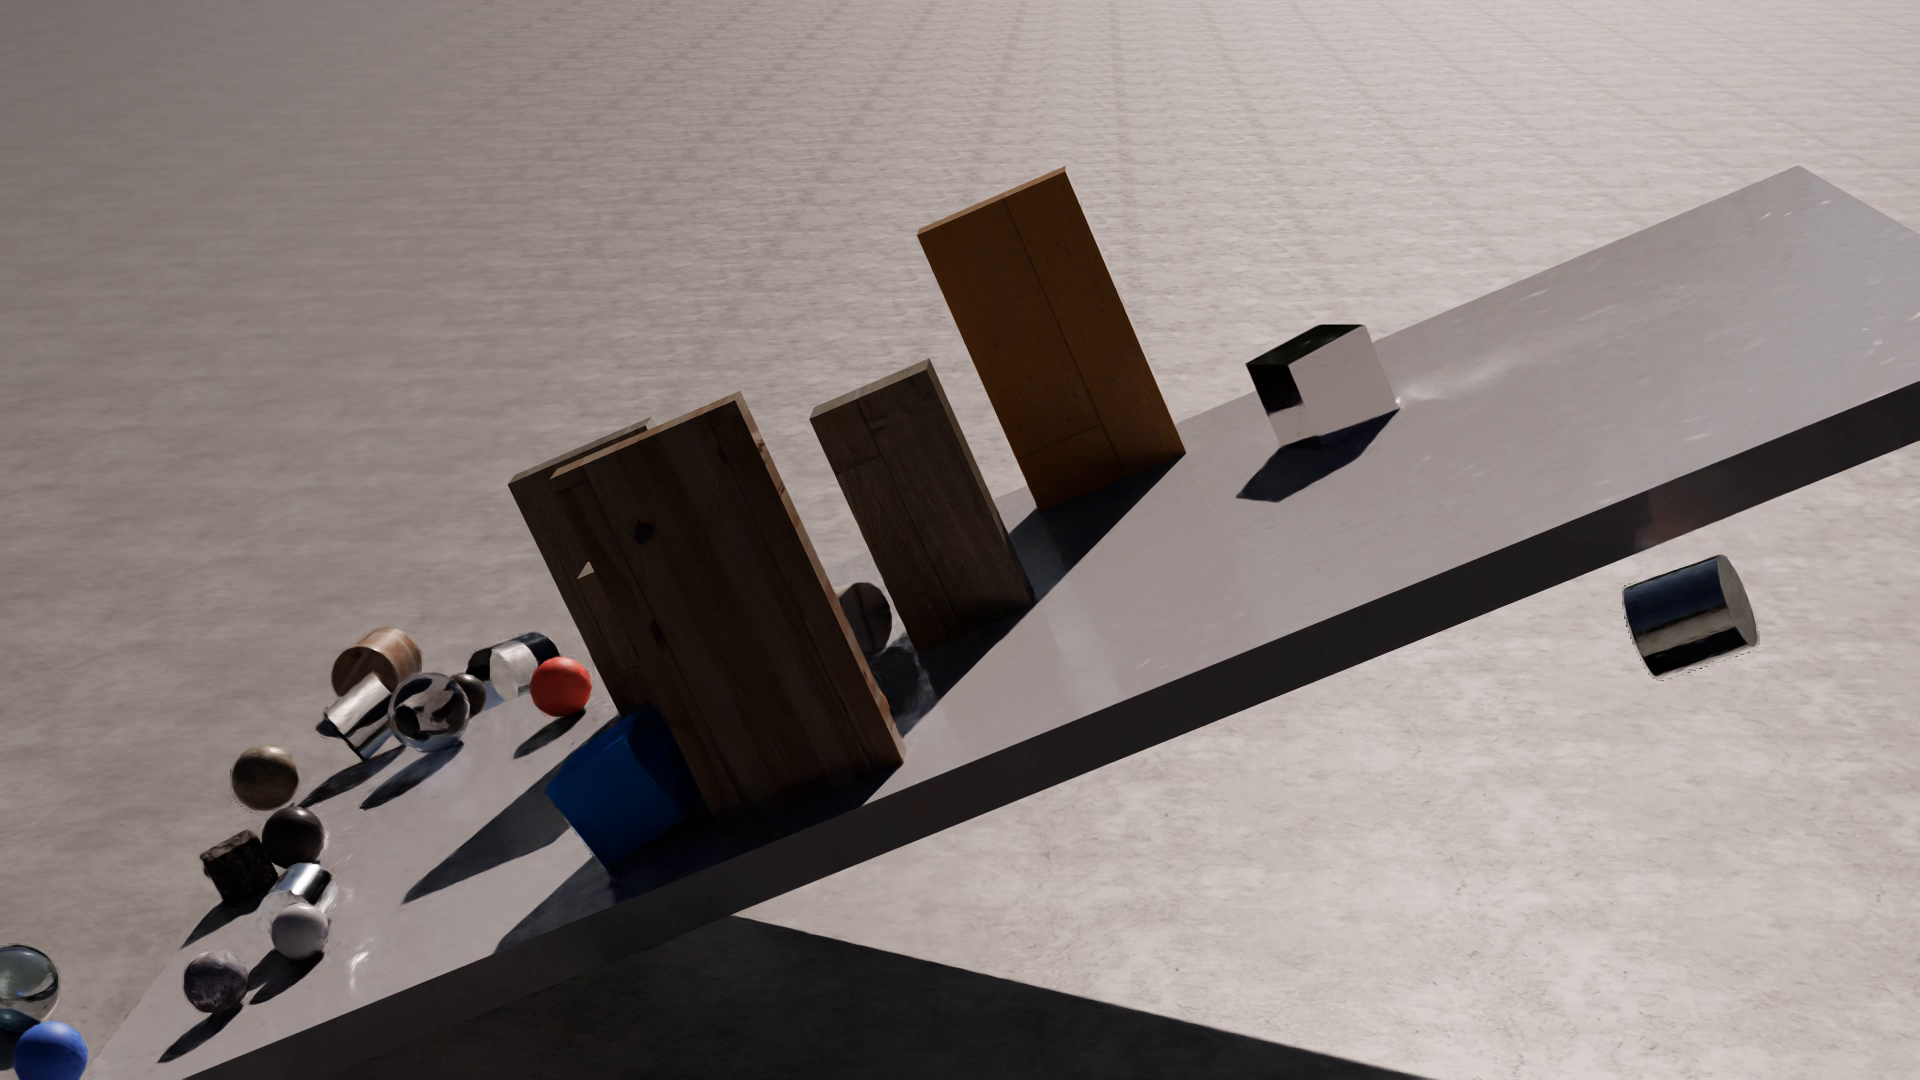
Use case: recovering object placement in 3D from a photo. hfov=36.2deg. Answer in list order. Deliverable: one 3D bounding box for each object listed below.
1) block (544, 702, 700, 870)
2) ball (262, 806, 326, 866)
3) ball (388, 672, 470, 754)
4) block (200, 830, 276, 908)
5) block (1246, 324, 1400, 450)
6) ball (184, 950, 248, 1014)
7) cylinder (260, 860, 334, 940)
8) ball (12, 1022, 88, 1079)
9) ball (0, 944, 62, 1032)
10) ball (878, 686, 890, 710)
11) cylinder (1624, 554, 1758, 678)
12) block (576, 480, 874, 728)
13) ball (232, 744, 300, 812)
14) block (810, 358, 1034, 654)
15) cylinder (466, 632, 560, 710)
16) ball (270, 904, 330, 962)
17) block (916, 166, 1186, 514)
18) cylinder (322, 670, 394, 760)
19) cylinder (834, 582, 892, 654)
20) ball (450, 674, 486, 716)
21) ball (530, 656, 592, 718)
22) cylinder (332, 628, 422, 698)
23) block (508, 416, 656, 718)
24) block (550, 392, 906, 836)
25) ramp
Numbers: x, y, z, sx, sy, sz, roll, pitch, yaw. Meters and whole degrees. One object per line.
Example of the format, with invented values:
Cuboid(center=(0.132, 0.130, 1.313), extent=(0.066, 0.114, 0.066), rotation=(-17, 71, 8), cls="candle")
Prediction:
Cuboid(center=(-0.643, 0.475, 5.701), extent=(0.195, 0.195, 0.195), rotation=(-34, 9, 18), cls="block")
Cuboid(center=(-1.518, 0.678, 6.696), extent=(0.142, 0.142, 0.142), rotation=(0, 15, 0), cls="ball")
Cuboid(center=(-1.302, 0.423, 7.210), extent=(0.200, 0.200, 0.200), rotation=(0, 15, 0), cls="ball")
Cuboid(center=(-1.636, 0.747, 6.685), extent=(0.121, 0.121, 0.121), rotation=(-29, 13, -20), cls="block")
Cuboid(center=(0.793, -0.337, 6.437), extent=(0.205, 0.205, 0.205), rotation=(-28, 13, -17), cls="block")
Cuboid(center=(-1.479, 0.878, 5.847), extent=(0.126, 0.126, 0.126), rotation=(0, 15, 0), cls="ball")
Cuboid(center=(-1.379, 0.759, 6.125), extent=(0.129, 0.129, 0.129), rotation=(0, 31, -1), cls="cylinder")
Cuboid(center=(-1.796, 1.022, 5.809), extent=(0.141, 0.141, 0.141), rotation=(0, 15, 0), cls="ball")
Cuboid(center=(-2.013, 0.957, 6.277), extent=(0.185, 0.185, 0.185), rotation=(0, 15, 0), cls="ball")
Cuboid(center=(-0.212, 0.337, 5.641), extent=(0.159, 0.159, 0.159), rotation=(0, 15, 0), cls="ball")
Cuboid(center=(1.191, 0.125, 4.794), extent=(0.160, 0.160, 0.160), rotation=(-22, 5, 26), cls="cylinder")
Cuboid(center=(-0.463, 0.194, 5.945), extent=(0.439, 0.484, 0.127), rotation=(-22, 13, 8), cls="block")
Cuboid(center=(-1.744, 0.598, 7.385), extent=(0.168, 0.168, 0.168), rotation=(0, 15, 0), cls="ball")
Cuboid(center=(-0.077, -0.070, 6.158), extent=(0.265, 0.550, 0.116), rotation=(-22, 13, 8), cls="block")
Cuboid(center=(-1.273, 0.383, 8.417), extent=(0.196, 0.196, 0.196), rotation=(10, 18, 32), cls="cylinder")
Cuboid(center=(-1.335, 0.793, 5.948), extent=(0.117, 0.117, 0.117), rotation=(0, 15, 0), cls="ball")
Cuboid(center=(0.216, -0.463, 6.844), extent=(0.371, 0.715, 0.098), rotation=(-22, 13, 8), cls="block")
Cuboid(center=(-1.504, 0.447, 7.486), extent=(0.164, 0.164, 0.164), rotation=(-41, 24, -7), cls="cylinder")
Cuboid(center=(-0.257, 0.179, 6.379), extent=(0.156, 0.156, 0.156), rotation=(-12, 3, 43), cls="cylinder")
Cuboid(center=(-1.271, 0.402, 7.510), extent=(0.123, 0.123, 0.123), rotation=(0, 15, 0), cls="ball")
Cuboid(center=(-0.949, 0.349, 6.987), extent=(0.144, 0.144, 0.144), rotation=(0, 15, 0), cls="ball")
Cuboid(center=(-1.675, 0.373, 8.456), extent=(0.197, 0.197, 0.197), rotation=(3, 15, 10), cls="cylinder")
Cuboid(center=(-0.739, 0.064, 6.715), extent=(0.346, 0.601, 0.094), rotation=(-22, 13, 8), cls="block")
Cuboid(center=(-0.426, 0.142, 5.473), extent=(0.375, 0.752, 0.083), rotation=(-22, 13, 8), cls="block")
Cuboid(center=(0.131, 0.171, 6.285), extent=(4.000, 0.100, 2.000), rotation=(-22, 13, 8), cls="ramp")
